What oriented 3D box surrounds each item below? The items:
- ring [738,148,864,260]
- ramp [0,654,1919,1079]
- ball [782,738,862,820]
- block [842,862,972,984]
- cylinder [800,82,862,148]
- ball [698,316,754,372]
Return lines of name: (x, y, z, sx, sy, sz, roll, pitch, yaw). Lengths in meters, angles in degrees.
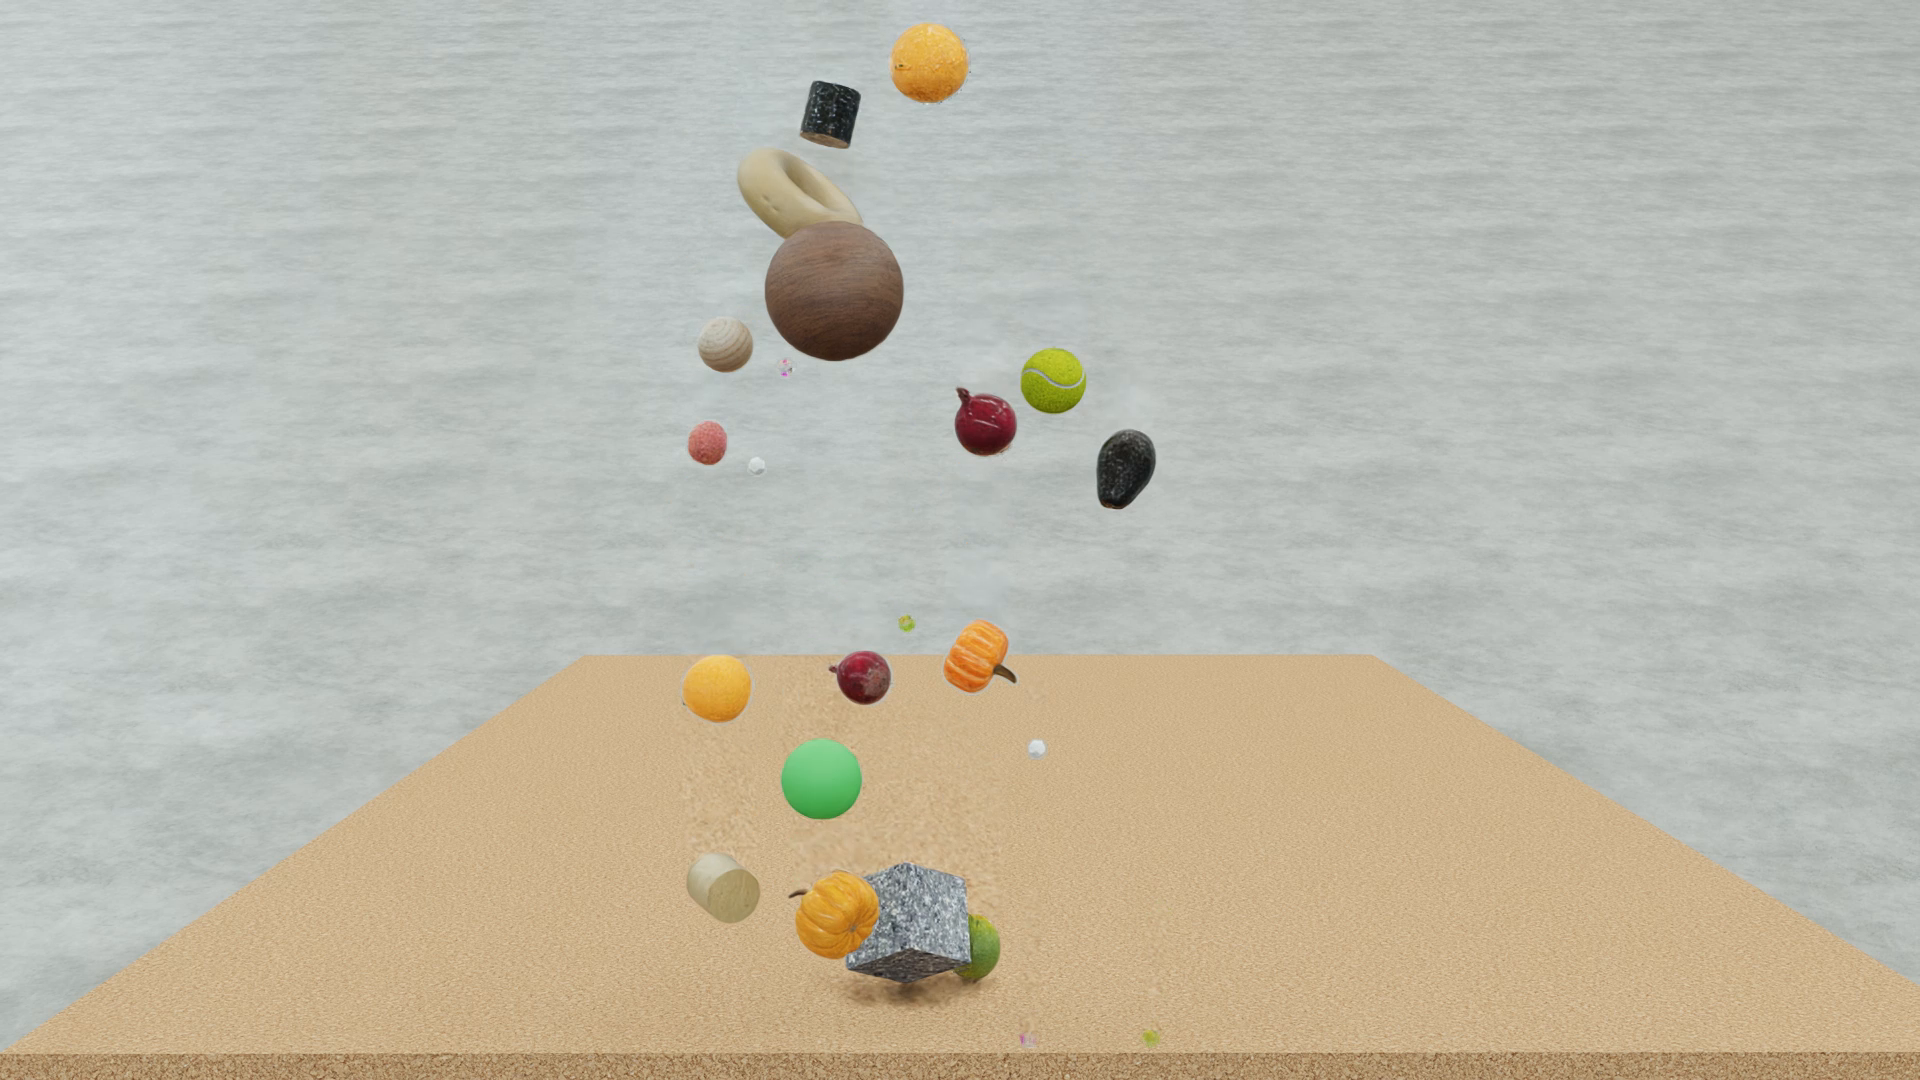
ring: (-0.162, -0.343, 2.620, 0.148, 0.049, 0.148, 35, 21, -15)
ramp: (0.050, 0.448, 4.532, 2.000, 0.100, 4.000, 0, 3, 0)
ball: (-0.140, 0.242, 2.605, 0.082, 0.082, 0.082, 0, 21, 0)
block: (-0.058, 0.417, 2.795, 0.096, 0.096, 0.096, -24, -32, 36)
cylinder: (-0.132, -0.433, 2.619, 0.053, 0.053, 0.053, 13, -4, 1)
ball: (-0.234, -0.195, 2.569, 0.056, 0.056, 0.056, 0, 21, 0)
